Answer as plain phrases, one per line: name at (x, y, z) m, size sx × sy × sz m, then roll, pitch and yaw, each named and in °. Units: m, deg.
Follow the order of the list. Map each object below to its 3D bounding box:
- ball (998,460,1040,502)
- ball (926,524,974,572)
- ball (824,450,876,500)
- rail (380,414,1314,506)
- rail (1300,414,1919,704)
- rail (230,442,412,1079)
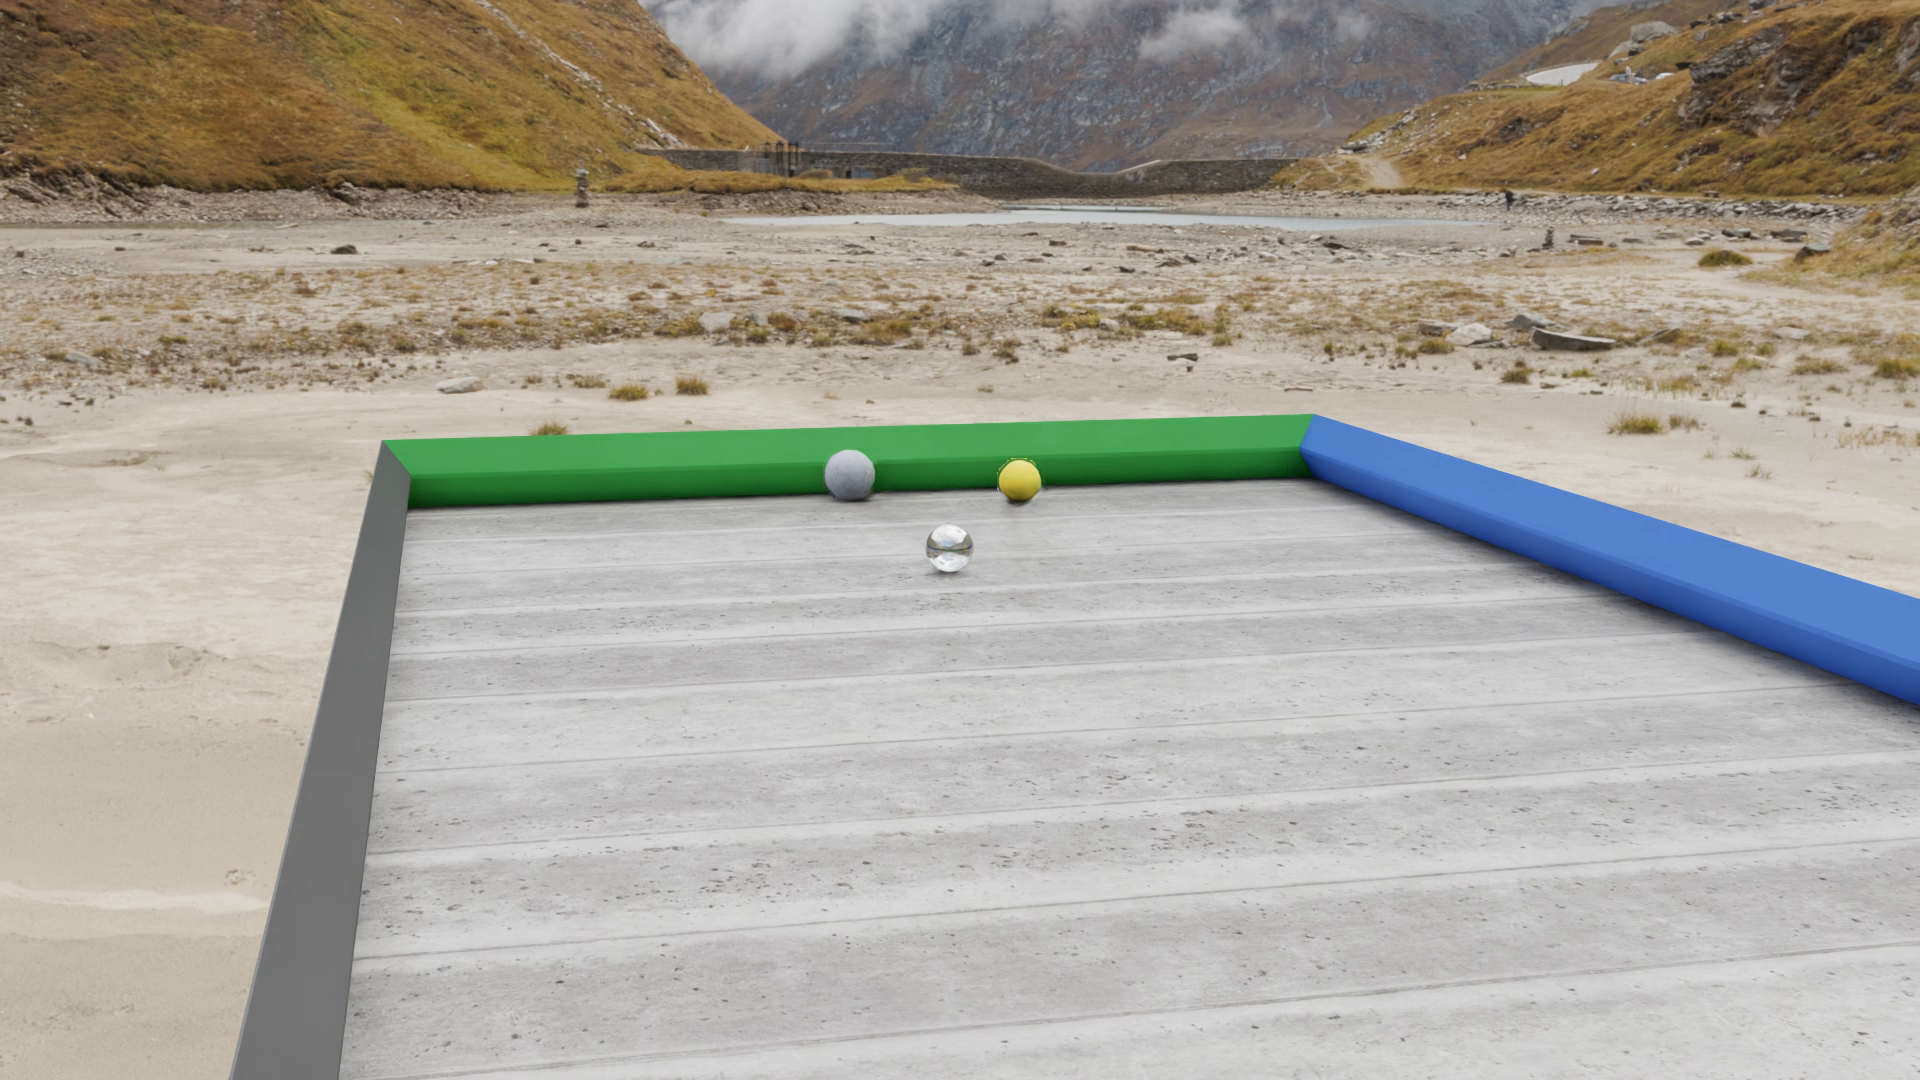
ball at (0.099, -0.097, 3.653) m, size 0.070 × 0.070 × 0.070 m, roll 0°, pitch 10°, yaw 0°
ball at (-0.014, 0.011, 3.049) m, size 0.067 × 0.067 × 0.067 m, roll 0°, pitch 10°, yaw 0°
ball at (-0.184, -0.109, 3.676) m, size 0.085 × 0.085 × 0.085 m, roll 0°, pitch 10°, yaw 0°
rail at (-0.149, -0.135, 3.745) m, size 1.619 × 0.110 × 0.045 m, roll -2°, pitch 10°, yaw -13°
rail at (0.920, 0.066, 2.611) m, size 0.045 × 0.110 × 2.769 m, roll -2°, pitch 10°, yaw -13°
rail at (-0.612, 0.127, 2.267) m, size 0.045 × 0.110 × 2.769 m, roll -2°, pitch 10°, yaw -13°
